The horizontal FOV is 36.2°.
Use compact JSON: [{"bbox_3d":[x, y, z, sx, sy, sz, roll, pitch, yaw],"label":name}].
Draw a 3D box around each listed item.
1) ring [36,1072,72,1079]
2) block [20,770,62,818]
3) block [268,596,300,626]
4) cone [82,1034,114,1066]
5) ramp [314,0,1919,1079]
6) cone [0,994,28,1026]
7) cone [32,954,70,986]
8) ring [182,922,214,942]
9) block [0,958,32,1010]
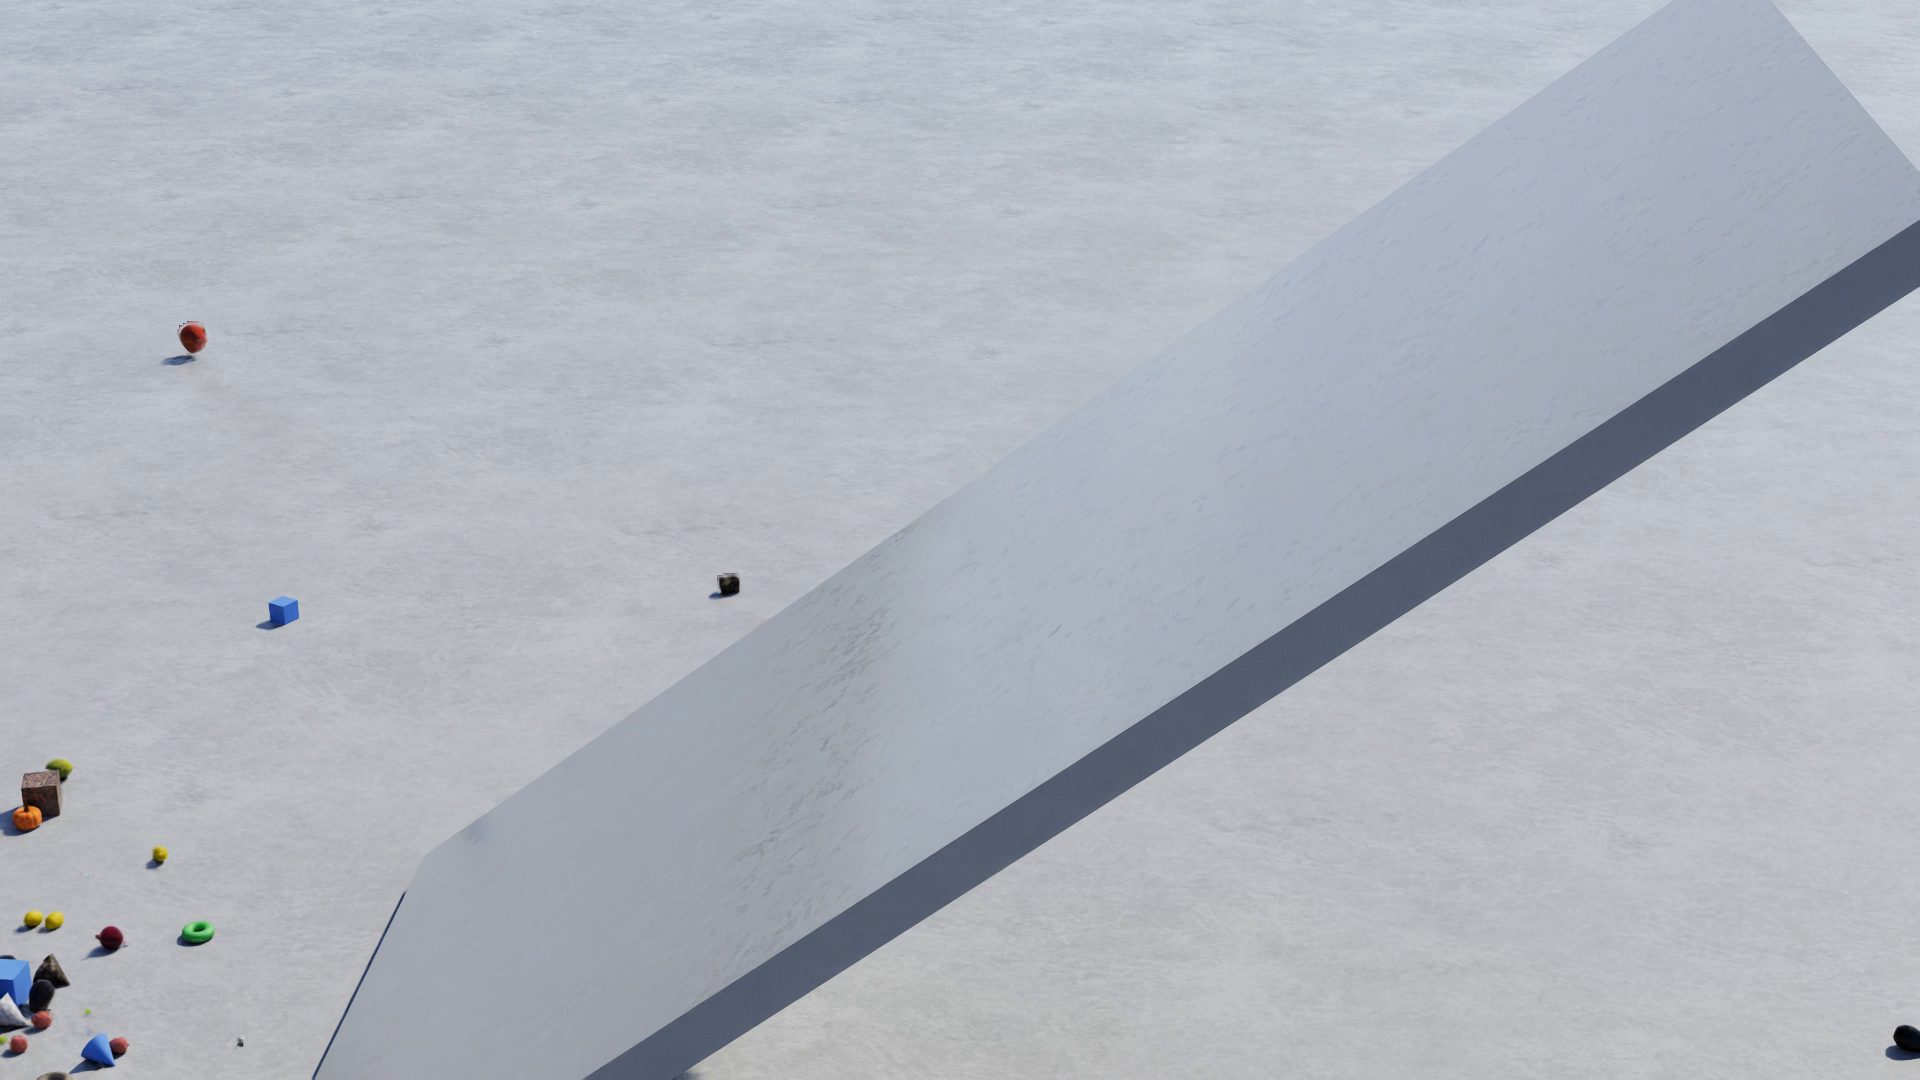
[{"bbox_3d":[-2.127,1.278,6.899,0.093,0.031,0.093,0,21,0],"label":"ring"},{"bbox_3d":[-2.556,0.708,8.189,0.094,0.094,0.094,-5,23,-11],"label":"block"},{"bbox_3d":[-2.159,0.225,9.390,0.064,0.064,0.064,13,26,29],"label":"block"},{"bbox_3d":[-2.038,1.230,7.010,0.077,0.077,0.077,39,37,17],"label":"cone"},{"bbox_3d":[0.129,0.179,6.322,4.000,0.100,2.000,-34,16,16],"label":"ramp"},{"bbox_3d":[-2.304,1.164,7.162,0.088,0.088,0.088,29,25,-1],"label":"cone"},{"bbox_3d":[-2.254,1.091,7.342,0.083,0.083,0.083,31,27,3],"label":"cone"},{"bbox_3d":[-1.957,1.007,7.556,0.083,0.028,0.083,1,24,0],"label":"ring"},{"bbox_3d":[-2.354,1.098,7.254,0.091,0.091,0.091,3,23,7],"label":"block"}]
